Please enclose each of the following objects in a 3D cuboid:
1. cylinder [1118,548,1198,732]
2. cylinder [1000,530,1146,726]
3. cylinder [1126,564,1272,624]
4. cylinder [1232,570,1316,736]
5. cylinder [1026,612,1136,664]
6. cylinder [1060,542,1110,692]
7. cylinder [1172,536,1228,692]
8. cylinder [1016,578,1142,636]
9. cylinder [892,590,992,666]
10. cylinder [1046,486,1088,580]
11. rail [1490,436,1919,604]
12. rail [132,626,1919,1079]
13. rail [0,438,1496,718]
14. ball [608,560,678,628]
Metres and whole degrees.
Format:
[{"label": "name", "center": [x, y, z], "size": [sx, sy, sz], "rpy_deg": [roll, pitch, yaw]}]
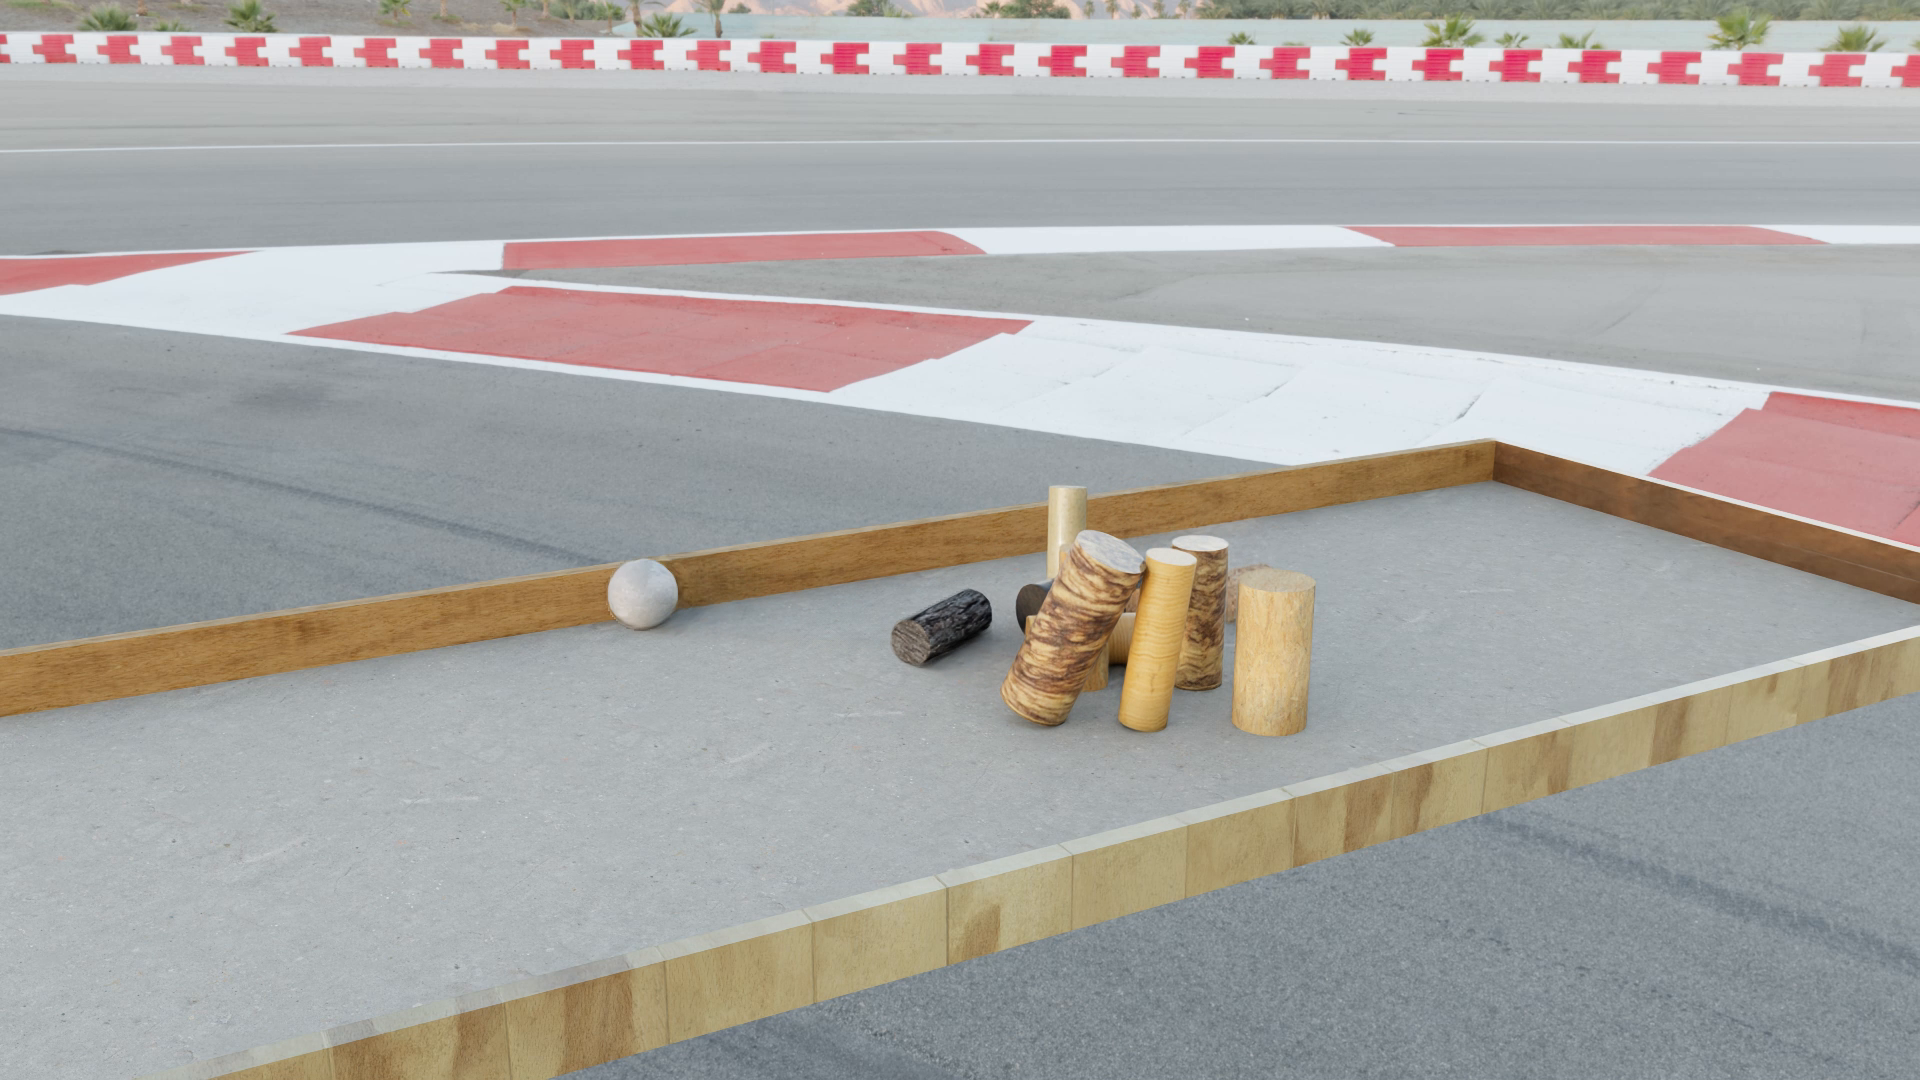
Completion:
[{"label": "cylinder", "center": [0.455, 0.231, 3.816], "size": [0.116, 0.412, 0.116], "rpy_deg": [7, 18, -2]}, {"label": "cylinder", "center": [0.258, 0.206, 3.819], "size": [0.172, 0.438, 0.172], "rpy_deg": [20, 25, -10]}, {"label": "cylinder", "center": [0.673, 0.169, 4.529], "size": [0.432, 0.143, 0.143], "rpy_deg": [-10, 19, -30]}, {"label": "cylinder", "center": [0.729, 0.261, 3.846], "size": [0.175, 0.350, 0.175], "rpy_deg": [0, 16, 0]}, {"label": "cylinder", "center": [0.375, 0.255, 4.255], "size": [0.401, 0.131, 0.131], "rpy_deg": [-1, 16, -4]}, {"label": "cylinder", "center": [0.307, 0.189, 4.086], "size": [0.128, 0.352, 0.128], "rpy_deg": [0, 16, 0]}, {"label": "cylinder", "center": [0.589, 0.181, 4.096], "size": [0.138, 0.362, 0.138], "rpy_deg": [0, 16, 0]}, {"label": "cylinder", "center": [0.349, 0.165, 4.503], "size": [0.378, 0.164, 0.164], "rpy_deg": [-13, 21, -37]}, {"label": "cylinder", "center": [-0.045, 0.229, 4.359], "size": [0.121, 0.121, 0.304], "rpy_deg": [10, 19, 31]}, {"label": "cylinder", "center": [0.301, 0.019, 4.661], "size": [0.108, 0.340, 0.108], "rpy_deg": [1, 6, 0]}, {"label": "rail", "center": [2.466, -0.048, 5.253], "size": [0.050, 0.150, 2.100], "rpy_deg": [-9, 18, -27]}, {"label": "rail", "center": [-2.336, 1.006, 1.665], "size": [12.000, 0.150, 0.050], "rpy_deg": [-9, 18, -27]}, {"label": "rail", "center": [-3.305, 0.497, 3.399], "size": [12.000, 0.150, 0.050], "rpy_deg": [-9, 18, -27]}, {"label": "ball", "center": [-0.868, 0.147, 4.517], "size": [0.190, 0.190, 0.190], "rpy_deg": [0, 16, 0]}]
